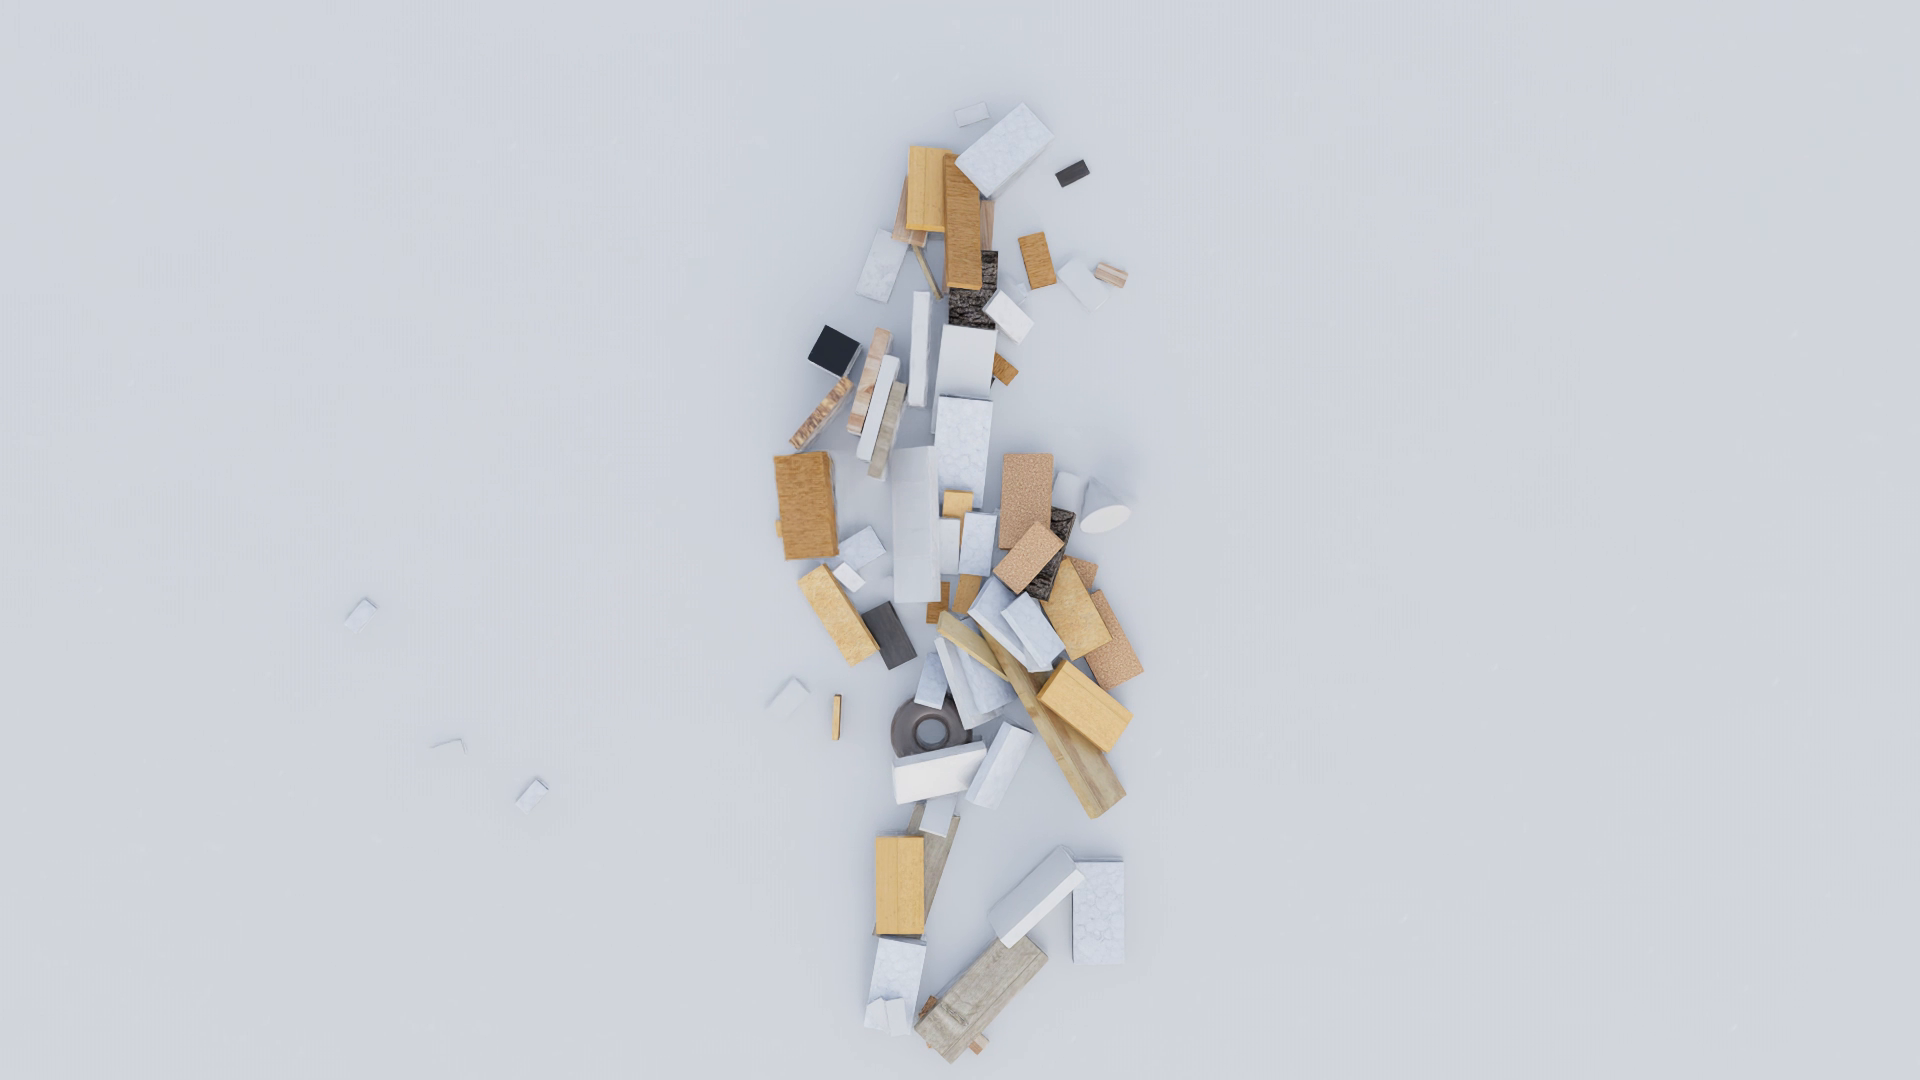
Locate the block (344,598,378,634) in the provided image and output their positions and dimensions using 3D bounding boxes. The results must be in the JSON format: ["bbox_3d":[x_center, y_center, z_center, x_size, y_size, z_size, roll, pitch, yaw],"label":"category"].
[{"bbox_3d":[-1.995,0.254,5.492,0.054,0.015,0.108,40,90,0],"label":"block"}]

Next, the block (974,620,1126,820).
[{"bbox_3d":[0.294,0.542,5.434,0.153,0.043,0.782,-30,90,-40],"label":"block"}]

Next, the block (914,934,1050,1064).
[{"bbox_3d":[0.071,1.498,5.456,0.168,0.048,0.471,44,86,-2],"label":"block"}]

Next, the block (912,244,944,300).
[{"bbox_3d":[-0.130,-0.942,5.475,0.014,0.048,0.309,-24,90,15],"label":"block"}]

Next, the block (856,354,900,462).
[{"bbox_3d":[-0.268,-0.428,5.414,0.049,0.173,0.346,16,90,0],"label":"block"}]

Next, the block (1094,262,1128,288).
[{"bbox_3d":[0.503,-0.882,5.493,0.105,0.015,0.053,23,90,0],"label":"block"}]

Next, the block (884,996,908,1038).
[{"bbox_3d":[-0.208,1.567,5.422,0.059,0.017,0.119,-9,91,-12],"label":"block"}]

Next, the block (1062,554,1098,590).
[{"bbox_3d":[0.369,0.098,5.488,0.168,0.024,0.084,18,90,0],"label":"block"}]

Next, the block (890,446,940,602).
[{"bbox_3d":[-0.146,-0.049,5.422,0.159,0.045,0.507,-4,87,38],"label":"block"}]

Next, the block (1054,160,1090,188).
[{"bbox_3d":[0.375,-1.219,5.493,0.105,0.015,0.053,-27,90,0],"label":"block"}]

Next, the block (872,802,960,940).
[{"bbox_3d":[-0.145,1.114,5.478,0.157,0.044,0.457,19,90,0],"label":"block"}]

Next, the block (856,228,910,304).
[{"bbox_3d":[-0.257,-0.910,5.484,0.112,0.032,0.223,20,90,0],"label":"block"}]

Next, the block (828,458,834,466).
[{"bbox_3d":[-0.474,-0.237,5.492,0.054,0.015,0.108,41,90,0],"label":"block"}]

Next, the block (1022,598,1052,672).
[{"bbox_3d":[0.239,0.309,5.393,0.084,0.024,0.246,1,71,-36],"label":"block"}]

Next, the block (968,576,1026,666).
[{"bbox_3d":[0.175,0.278,5.403,0.303,0.043,0.152,43,52,-13],"label":"block"}]

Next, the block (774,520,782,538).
[{"bbox_3d":[-0.559,-0.046,5.490,0.108,0.015,0.054,-11,94,0],"label":"block"}]

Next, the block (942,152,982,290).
[{"bbox_3d":[0.007,-1.039,5.374,0.112,0.032,0.469,4,71,-18],"label":"block"}]

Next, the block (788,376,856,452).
[{"bbox_3d":[-0.452,-0.414,5.429,0.040,0.141,0.283,40,90,1],"label":"block"}]

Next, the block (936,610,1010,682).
[{"bbox_3d":[0.053,0.347,5.372,0.334,0.020,0.072,38,46,-29],"label":"block"}]

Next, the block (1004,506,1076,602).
[{"bbox_3d":[0.262,0.036,5.429,0.152,0.043,0.303,16,83,20],"label":"block"}]

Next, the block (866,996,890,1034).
[{"bbox_3d":[-0.251,1.567,5.439,0.059,0.017,0.119,-33,97,6],"label":"block"}]

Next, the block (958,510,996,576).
[{"bbox_3d":[0.058,0.012,5.438,0.104,0.029,0.207,7,105,0],"label":"block"}]

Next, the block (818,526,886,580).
[{"bbox_3d":[-0.360,0.048,5.485,0.207,0.029,0.104,-31,90,0],"label":"block"}]

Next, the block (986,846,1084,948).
[{"bbox_3d":[0.247,1.171,5.413,0.337,0.168,0.048,-43,111,0],"label":"block"}]

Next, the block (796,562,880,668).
[{"bbox_3d":[-0.403,0.249,5.467,0.113,0.032,0.339,-33,90,18],"label":"block"}]

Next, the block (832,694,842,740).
[{"bbox_3d":[-0.409,0.588,5.464,0.020,0.072,0.144,3,90,0],"label":"block"}]

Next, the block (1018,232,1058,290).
[{"bbox_3d":[0.258,-0.930,5.488,0.088,0.025,0.176,-15,90,0],"label":"block"}]

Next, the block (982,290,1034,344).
[{"bbox_3d":[0.159,-0.737,5.439,0.176,0.025,0.088,40,83,-32],"label":"block"}]

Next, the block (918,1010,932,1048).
[{"bbox_3d":[-0.093,1.622,5.475,0.059,0.017,0.118,-15,90,0],"label":"block"}]

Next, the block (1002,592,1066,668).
[{"bbox_3d":[0.239,0.291,5.364,0.113,0.032,0.226,-40,96,-40],"label":"block"}]

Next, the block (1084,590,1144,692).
[{"bbox_3d":[0.472,0.335,5.478,0.153,0.043,0.307,-28,90,0],"label":"block"}]

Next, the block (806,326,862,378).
[{"bbox_3d":[-0.412,-0.616,5.436,0.128,0.128,0.128,28,90,0],"label":"block"}]

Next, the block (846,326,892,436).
[{"bbox_3d":[-0.296,-0.517,5.414,0.049,0.173,0.346,16,90,0],"label":"block"}]

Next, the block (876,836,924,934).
[{"bbox_3d":[-0.198,1.135,5.433,0.157,0.044,0.314,-1,90,0],"label":"block"}]

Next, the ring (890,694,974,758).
[{"bbox_3d":[-0.094,0.639,5.454,0.276,0.092,0.276,0,92,-3],"label":"ring"}]

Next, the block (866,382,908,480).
[{"bbox_3d":[-0.237,-0.357,5.420,0.045,0.159,0.318,16,90,0],"label":"block"}]

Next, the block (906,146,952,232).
[{"bbox_3d":[-0.102,-1.156,5.432,0.141,0.040,0.283,4,74,-8],"label":"block"}]

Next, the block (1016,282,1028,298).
[{"bbox_3d":[0.176,-0.817,5.493,0.095,0.014,0.048,-22,90,0],"label":"block"}]

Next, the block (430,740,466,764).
[{"bbox_3d":[-1.706,0.706,5.492,0.108,0.015,0.054,-17,90,0],"label":"block"}]
